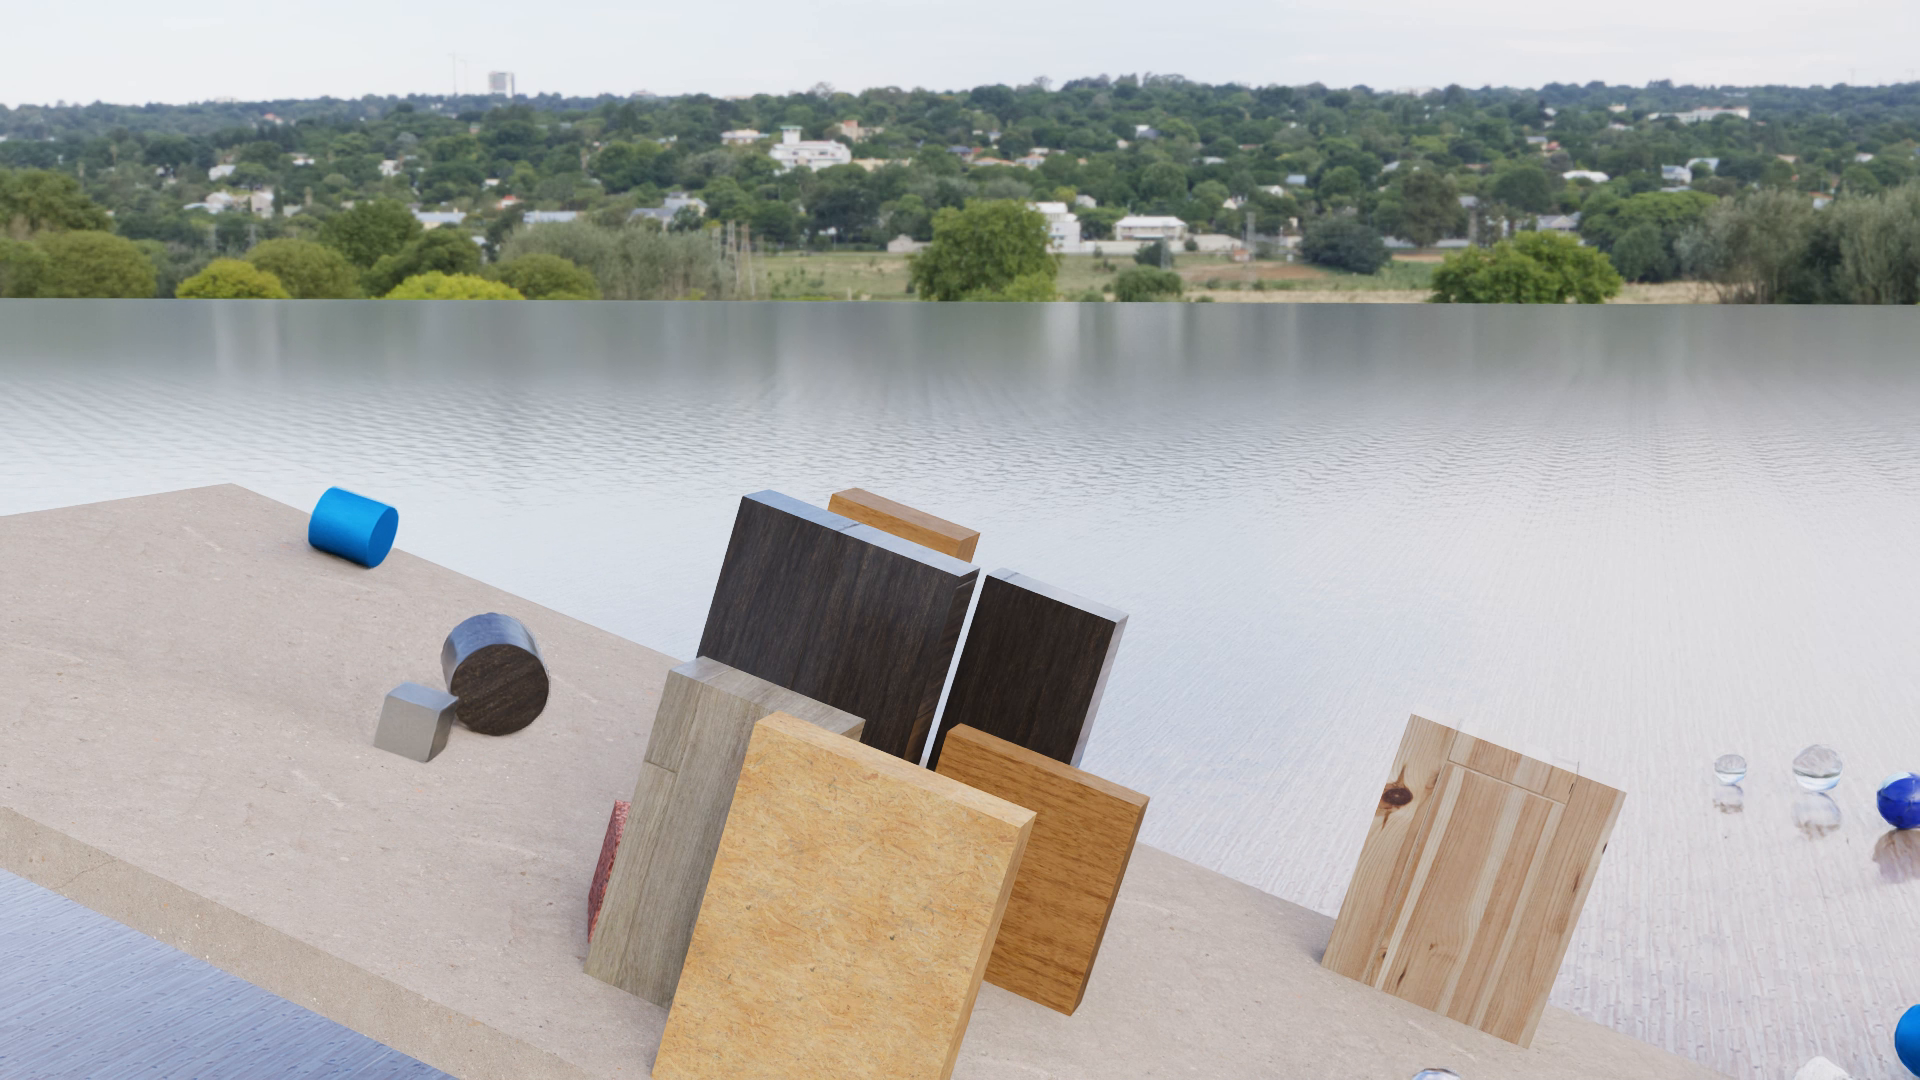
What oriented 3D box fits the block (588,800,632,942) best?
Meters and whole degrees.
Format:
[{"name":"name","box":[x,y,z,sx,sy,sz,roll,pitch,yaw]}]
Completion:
[{"name":"block","box":[-0.520,0.582,3.755,0.186,0.186,0.186,15,12,-13]}]

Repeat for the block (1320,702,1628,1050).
[{"name":"block","box":[1.060,0.691,4.553,0.448,0.576,0.123,20,12,14]}]

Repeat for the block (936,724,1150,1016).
[{"name":"block","box":[0.100,0.598,4.006,0.375,0.415,0.080,20,12,14]}]

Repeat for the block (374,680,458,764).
[{"name":"block","box":[-1.051,0.352,4.249,0.109,0.109,0.109,18,12,3]}]

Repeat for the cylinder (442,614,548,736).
[{"name":"cylinder","box":[-0.957,0.275,4.518,0.197,0.197,0.197,-2,17,-18]}]

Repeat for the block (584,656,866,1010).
[{"name":"block","box":[-0.379,0.492,3.522,0.293,0.530,0.130,20,12,14]}]

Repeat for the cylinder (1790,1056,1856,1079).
[{"name":"cylinder","box":[1.775,1.159,4.461,0.158,0.158,0.158,-5,27,-37]}]

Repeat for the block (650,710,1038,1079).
[{"name":"block","box":[-0.176,0.596,3.215,0.415,0.578,0.089,20,12,14]}]

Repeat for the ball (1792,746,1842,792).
[{"name":"ball","box":[3.069,0.820,7.872,0.170,0.170,0.170,0,7,0]}]

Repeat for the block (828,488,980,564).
[{"name":"block","box":[-0.204,0.243,4.660,0.292,0.638,0.147,20,12,14]}]

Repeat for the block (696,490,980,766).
[{"name":"block","box":[-0.278,0.325,3.953,0.420,0.727,0.127,20,12,14]}]

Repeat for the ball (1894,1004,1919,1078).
[{"name":"ball","box":[2.243,1.151,5.037,0.188,0.188,0.188,0,7,0]}]

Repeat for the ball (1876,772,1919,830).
[{"name":"ball","box":[3.167,0.870,7.353,0.193,0.193,0.193,0,7,0]}]

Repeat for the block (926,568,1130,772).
[{"name":"block","box":[0.103,0.400,4.399,0.275,0.627,0.114,20,12,14]}]

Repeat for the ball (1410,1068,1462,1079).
[{"name":"ball","box":[0.853,1.005,3.928,0.122,0.122,0.122,0,7,0]}]

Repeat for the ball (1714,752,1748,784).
[{"name":"ball","box":[2.804,0.832,8.002,0.114,0.114,0.114,0,7,0]}]

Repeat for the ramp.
[{"name":"ramp","box":[-0.360,0.683,4.228,4.000,0.100,2.000,20,12,14]}]
